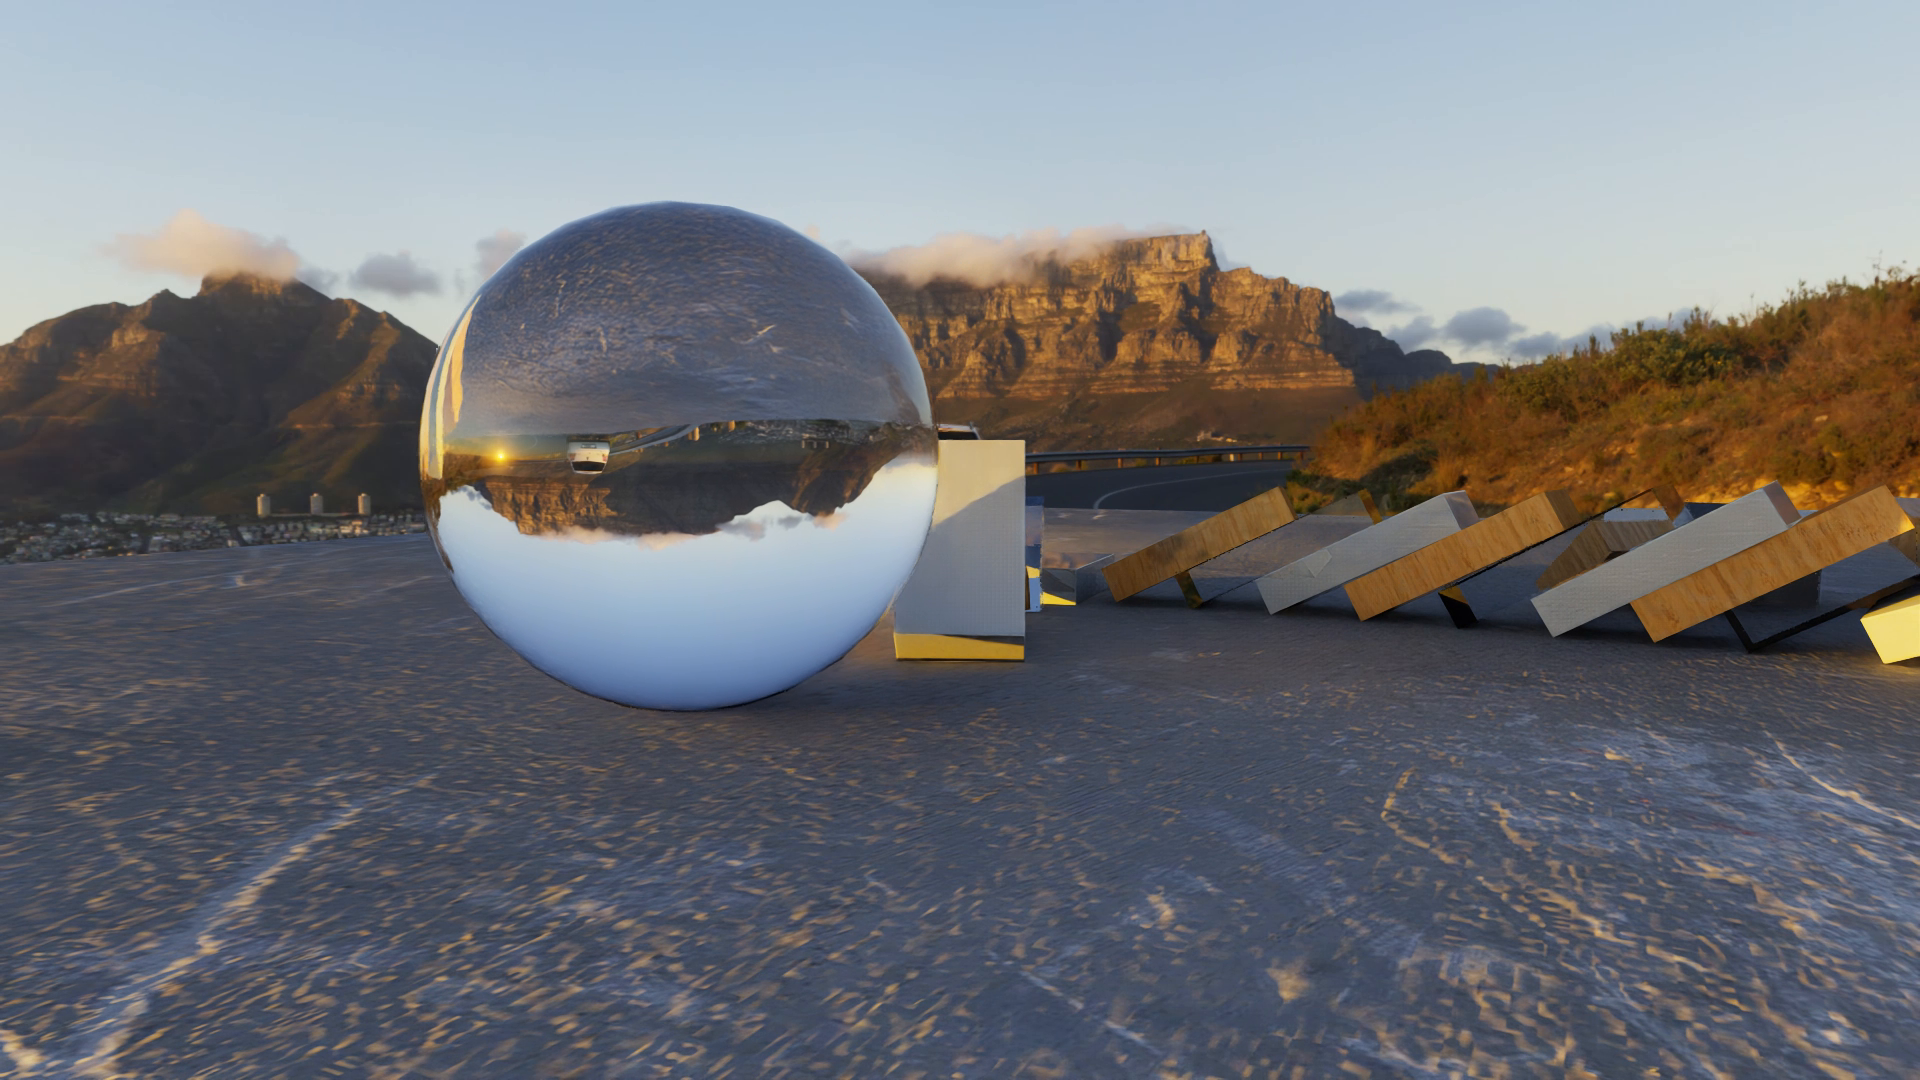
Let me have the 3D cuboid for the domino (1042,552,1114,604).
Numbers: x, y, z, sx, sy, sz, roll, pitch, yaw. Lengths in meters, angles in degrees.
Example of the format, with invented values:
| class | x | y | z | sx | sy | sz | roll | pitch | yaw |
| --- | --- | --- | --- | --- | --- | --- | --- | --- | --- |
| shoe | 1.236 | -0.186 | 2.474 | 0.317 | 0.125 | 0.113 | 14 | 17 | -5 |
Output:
| class | x | y | z | sx | sy | sz | roll | pitch | yaw |
| --- | --- | --- | --- | --- | --- | --- | --- | --- | --- |
| domino | 0.027 | 0.010 | 0.367 | 0.025 | 0.010 | 0.050 | 1 | 5 | 18 |

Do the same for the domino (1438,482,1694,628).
| class | x | y | z | sx | sy | sz | roll | pitch | yaw |
| --- | --- | --- | --- | --- | --- | --- | --- | --- | --- |
| domino | 0.137 | 0.004 | 0.291 | 0.050 | 0.010 | 0.025 | -34 | -16 | 35 |

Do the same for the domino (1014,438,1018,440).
| class | x | y | z | sx | sy | sz | roll | pitch | yaw |
| --- | --- | --- | --- | --- | --- | --- | --- | --- | --- |
| domino | 0.001 | -0.001 | 0.288 | 0.025 | 0.050 | 0.010 | -1 | -38 | 2 |

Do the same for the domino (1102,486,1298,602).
| class | x | y | z | sx | sy | sz | roll | pitch | yaw |
| --- | --- | --- | --- | --- | --- | --- | --- | --- | --- |
| domino | 0.064 | 0.001 | 0.341 | 0.050 | 0.010 | 0.025 | -26 | -6 | 16 |

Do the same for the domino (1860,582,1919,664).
| class | x | y | z | sx | sy | sz | roll | pitch | yaw |
| --- | --- | --- | --- | --- | --- | --- | --- | --- | --- |
| domino | 0.199 | 0.008 | 0.237 | 0.025 | 0.009 | 0.050 | -22 | -6 | -39 |

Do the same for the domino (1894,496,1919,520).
| class | x | y | z | sx | sy | sz | roll | pitch | yaw |
| --- | --- | --- | --- | --- | --- | --- | --- | --- | --- |
| domino | 0.256 | 0.004 | 0.320 | 0.025 | 0.010 | 0.050 | 4 | 26 | 8 |

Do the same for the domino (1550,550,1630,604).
| class | x | y | z | sx | sy | sz | roll | pitch | yaw |
| --- | --- | --- | --- | --- | --- | --- | --- | --- | --- |
| domino | 0.183 | 0.005 | 0.336 | 0.050 | 0.009 | 0.025 | -1 | -38 | -18 |

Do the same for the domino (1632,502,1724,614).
| class | x | y | z | sx | sy | sz | roll | pitch | yaw |
| --- | --- | --- | --- | --- | --- | --- | --- | --- | --- |
| domino | 0.178 | 0.005 | 0.306 | 0.025 | 0.009 | 0.050 | 4 | -19 | 41 |

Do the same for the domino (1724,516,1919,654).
| class | x | y | z | sx | sy | sz | roll | pitch | yaw |
| --- | --- | --- | --- | --- | --- | --- | --- | --- | --- |
| domino | 0.183 | 0.006 | 0.259 | 0.050 | 0.010 | 0.025 | -34 | -15 | 31 |

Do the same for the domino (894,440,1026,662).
| class | x | y | z | sx | sy | sz | roll | pitch | yaw |
| --- | --- | --- | --- | --- | --- | --- | --- | --- | --- |
| domino | 0.001 | 0.001 | 0.263 | 0.025 | 0.050 | 0.010 | 0 | -38 | 3 |

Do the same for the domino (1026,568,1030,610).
| class | x | y | z | sx | sy | sz | roll | pitch | yaw |
| --- | --- | --- | --- | --- | --- | --- | --- | --- | --- |
| domino | 0.002 | 0.002 | 0.322 | 0.025 | 0.010 | 0.050 | -6 | 29 | -2 |

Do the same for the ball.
| class | x | y | z | sx | sy | sz | roll | pitch | yaw |
| --- | --- | --- | --- | --- | --- | --- | --- | --- | --- |
| ball | -0.043 | -0.013 | 0.204 | 0.080 | 0.080 | 0.080 | 0 | 4 | 0 |

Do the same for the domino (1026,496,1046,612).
| class | x | y | z | sx | sy | sz | roll | pitch | yaw |
| --- | --- | --- | --- | --- | --- | --- | --- | --- | --- |
| domino | 0.009 | 0.003 | 0.342 | 0.025 | 0.009 | 0.050 | -1 | 26 | 6 |

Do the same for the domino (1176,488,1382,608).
| class | x | y | z | sx | sy | sz | roll | pitch | yaw |
| --- | --- | --- | --- | --- | --- | --- | --- | --- | --- |
| domino | 0.083 | 0.002 | 0.332 | 0.050 | 0.010 | 0.025 | -27 | -7 | 22 |

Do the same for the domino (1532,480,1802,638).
| class | x | y | z | sx | sy | sz | roll | pitch | yaw |
| --- | --- | --- | --- | --- | --- | --- | --- | --- | --- |
| domino | 0.153 | 0.004 | 0.278 | 0.050 | 0.009 | 0.025 | -36 | -16 | 36 |

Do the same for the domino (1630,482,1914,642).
| class | x | y | z | sx | sy | sz | roll | pitch | yaw |
| --- | --- | --- | --- | --- | --- | --- | --- | --- | --- |
| domino | 0.169 | 0.005 | 0.268 | 0.050 | 0.010 | 0.025 | -34 | -15 | 32 |

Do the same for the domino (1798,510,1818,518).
| class | x | y | z | sx | sy | sz | roll | pitch | yaw |
| --- | --- | --- | --- | --- | --- | --- | --- | --- | --- |
| domino | 0.209 | 0.003 | 0.356 | 0.050 | 0.025 | 0.009 | 3 | 46 | 33 |

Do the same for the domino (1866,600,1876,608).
| class | x | y | z | sx | sy | sz | roll | pitch | yaw |
| --- | --- | --- | --- | --- | --- | --- | --- | --- | --- |
| domino | 0.249 | 0.012 | 0.347 | 0.025 | 0.010 | 0.050 | 0 | 4 | 0 |

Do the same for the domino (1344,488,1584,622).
| class | x | y | z | sx | sy | sz | roll | pitch | yaw |
| --- | --- | --- | --- | --- | --- | --- | --- | --- | --- |
| domino | 0.120 | 0.004 | 0.305 | 0.050 | 0.010 | 0.025 | -31 | -14 | 33 |

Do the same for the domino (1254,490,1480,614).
| class | x | y | z | sx | sy | sz | roll | pitch | yaw |
| --- | --- | --- | --- | --- | --- | --- | --- | --- | --- |
| domino | 0.101 | 0.003 | 0.318 | 0.050 | 0.009 | 0.025 | -29 | -12 | 31 |
